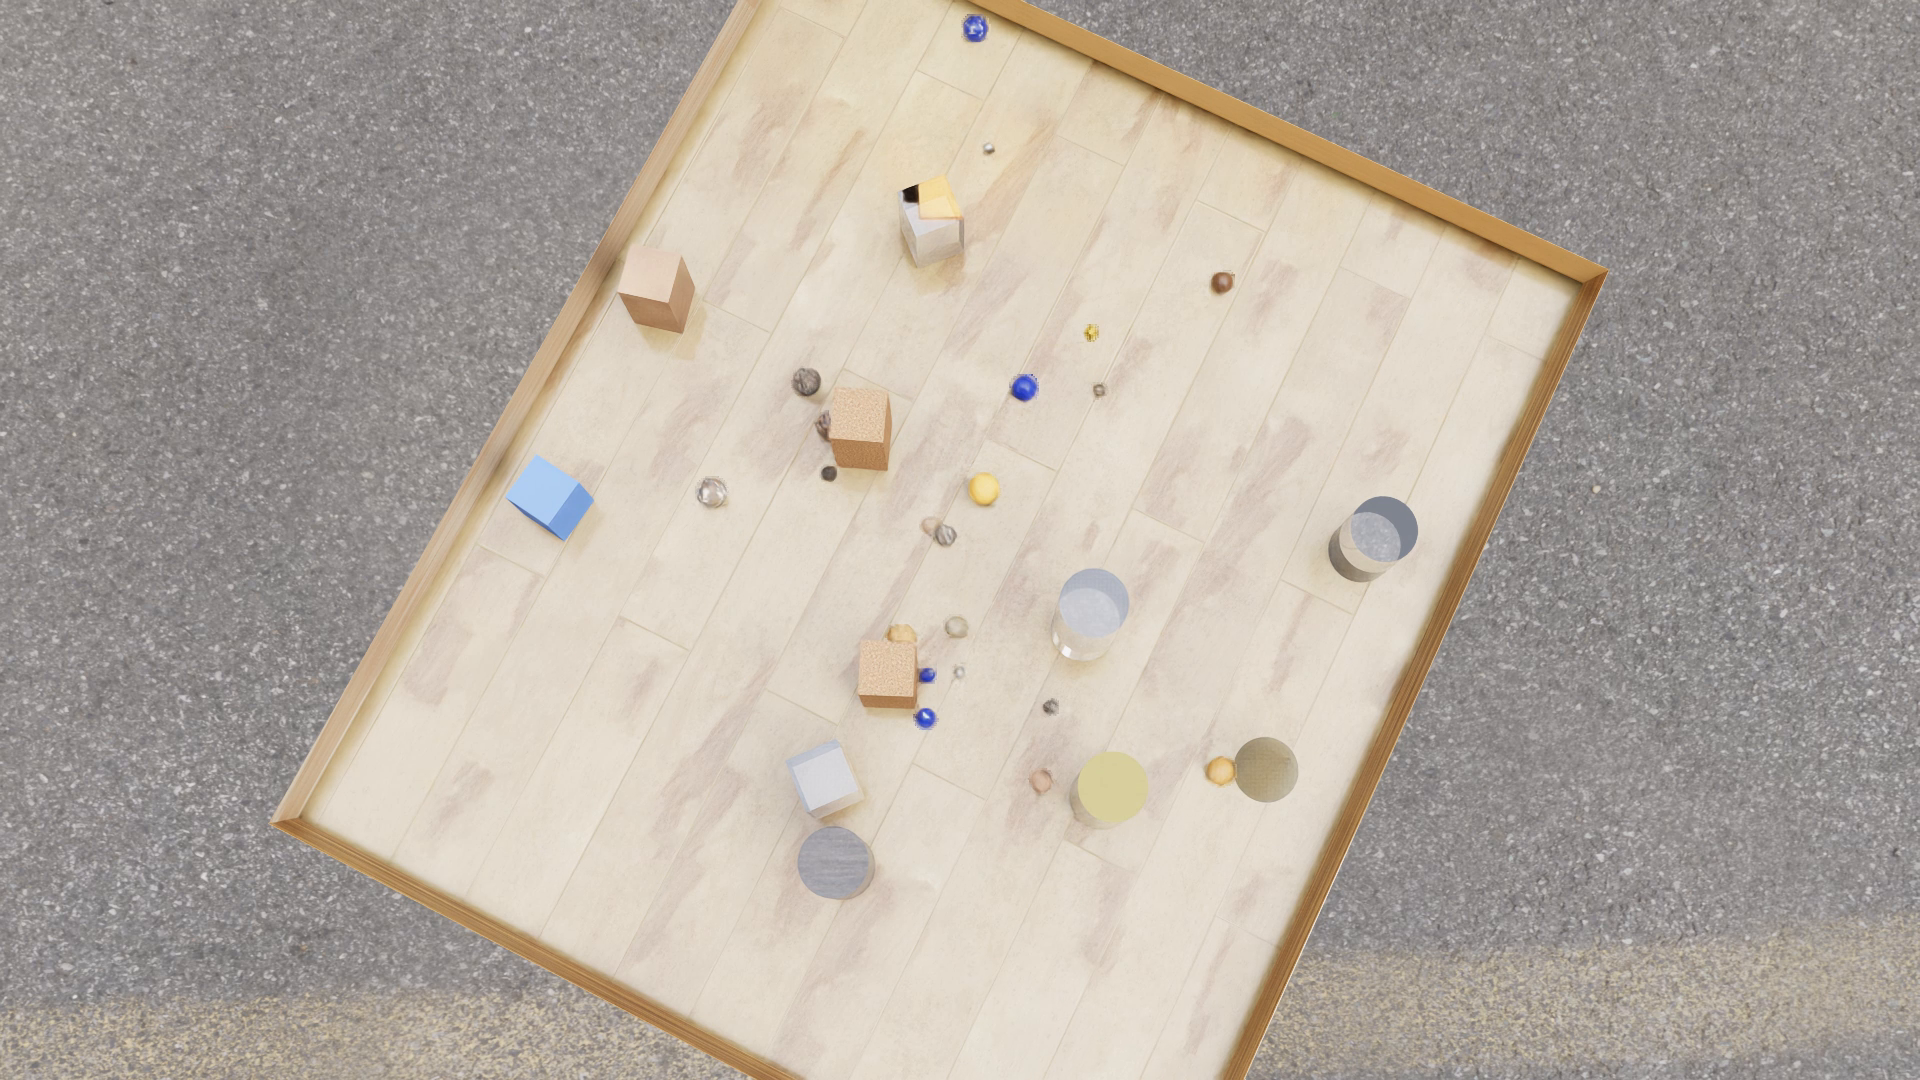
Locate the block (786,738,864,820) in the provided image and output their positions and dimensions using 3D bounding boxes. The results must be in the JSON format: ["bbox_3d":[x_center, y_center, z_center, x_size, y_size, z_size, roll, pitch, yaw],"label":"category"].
[{"bbox_3d":[-0.385,0.693,5.281,0.157,0.376,0.157,-23,79,-5],"label":"block"}]

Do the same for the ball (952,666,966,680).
[{"bbox_3d":[-0.001,0.401,5.512,0.042,0.042,0.042,0,78,0],"label":"ball"}]

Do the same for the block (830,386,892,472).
[{"bbox_3d":[-0.295,-0.331,5.509,0.157,0.346,0.157,5,78,1],"label":"block"}]

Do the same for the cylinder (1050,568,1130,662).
[{"bbox_3d":[0.373,0.223,5.326,0.196,0.479,0.196,0,78,0],"label":"cylinder"}]

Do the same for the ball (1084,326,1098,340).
[{"bbox_3d":[0.408,-0.648,5.729,0.042,0.042,0.042,0,78,0],"label":"ball"}]

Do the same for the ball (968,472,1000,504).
[{"bbox_3d":[0.074,-0.157,5.599,0.098,0.098,0.098,0,78,0],"label":"ball"}]

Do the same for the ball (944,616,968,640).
[{"bbox_3d":[-0.010,0.264,5.527,0.070,0.070,0.070,0,78,0],"label":"ball"}]

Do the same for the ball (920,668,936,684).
[{"bbox_3d":[-0.098,0.406,5.508,0.048,0.048,0.048,0,78,0],"label":"ball"}]

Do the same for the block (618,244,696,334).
[{"bbox_3d":[-0.928,-0.768,5.625,0.157,0.295,0.157,13,79,3],"label":"block"}]

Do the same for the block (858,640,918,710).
[{"bbox_3d":[-0.208,0.397,5.374,0.157,0.313,0.157,2,78,0],"label":"block"}]

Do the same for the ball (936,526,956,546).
[{"bbox_3d":[-0.043,-0.013,5.583,0.065,0.065,0.065,0,78,0],"label":"ball"}]

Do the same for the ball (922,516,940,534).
[{"bbox_3d":[-0.091,-0.047,5.598,0.055,0.055,0.055,0,78,0],"label":"ball"}]

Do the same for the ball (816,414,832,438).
[{"bbox_3d":[-0.407,-0.353,5.651,0.076,0.076,0.076,0,78,0],"label":"ball"}]

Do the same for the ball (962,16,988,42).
[{"bbox_3d":[0.049,-1.649,5.914,0.086,0.086,0.086,0,78,0],"label":"ball"}]

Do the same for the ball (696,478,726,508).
[{"bbox_3d":[-0.758,-0.142,5.600,0.091,0.091,0.091,0,78,0],"label":"ball"}]

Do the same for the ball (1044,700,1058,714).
[{"bbox_3d":[0.272,0.501,5.491,0.043,0.043,0.043,0,78,0],"label":"ball"}]

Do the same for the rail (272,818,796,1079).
[{"bbox_3d":[-0.729,1.435,5.254,2.833,0.127,0.045,26,80,5],"label":"rail"}]

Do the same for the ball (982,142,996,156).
[{"bbox_3d":[0.092,-1.250,5.855,0.041,0.041,0.041,0,78,0],"label":"ball"}]

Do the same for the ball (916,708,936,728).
[{"bbox_3d":[-0.101,0.532,5.475,0.061,0.061,0.061,0,78,0],"label":"ball"}]

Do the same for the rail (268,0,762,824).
[{"bbox_3d":[-1.246,-0.603,5.675,0.045,0.127,3.310,26,80,5],"label":"rail"}]

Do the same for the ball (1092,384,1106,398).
[{"bbox_3d":[0.433,-0.465,5.691,0.043,0.043,0.043,0,78,0],"label":"ball"}]

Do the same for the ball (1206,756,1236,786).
[{"bbox_3d":[0.773,0.685,5.432,0.084,0.084,0.084,0,78,0],"label":"ball"}]

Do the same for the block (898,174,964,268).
[{"bbox_3d":[-0.089,-0.984,5.678,0.157,0.278,0.157,-21,79,-4],"label":"block"}]

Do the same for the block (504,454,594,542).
[{"bbox_3d":[-1.233,-0.125,5.522,0.157,0.236,0.157,33,80,6],"label":"block"}]

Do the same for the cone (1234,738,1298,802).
[{"bbox_3d":[0.914,0.645,5.275,0.196,0.407,0.196,0,78,0],"label":"cone"}]

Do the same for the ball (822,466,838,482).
[{"bbox_3d":[-0.401,-0.204,5.634,0.049,0.049,0.049,0,78,0],"label":"ball"}]

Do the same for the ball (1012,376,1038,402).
[{"bbox_3d":[0.199,-0.468,5.673,0.080,0.080,0.080,0,78,0],"label":"ball"}]

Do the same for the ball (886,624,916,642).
[{"bbox_3d":[-0.175,0.296,5.509,0.090,0.090,0.090,0,78,0],"label":"ball"}]

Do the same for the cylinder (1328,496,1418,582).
[{"bbox_3d":[1.225,0.001,5.449,0.196,0.327,0.196,0,78,0],"label":"cylinder"}]

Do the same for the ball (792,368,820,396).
[{"bbox_3d":[-0.475,-0.490,5.673,0.088,0.088,0.088,0,78,0],"label":"ball"}]

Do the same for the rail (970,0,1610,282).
[{"bbox_3d":[0.729,-1.422,5.845,2.833,0.127,0.045,26,80,5],"label":"rail"}]

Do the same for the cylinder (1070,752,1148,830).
[{"bbox_3d":[0.422,0.723,5.258,0.196,0.408,0.196,0,78,0],"label":"cylinder"}]

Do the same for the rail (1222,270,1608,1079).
[{"bbox_3d":[1.246,0.617,5.423,0.045,0.127,3.310,26,80,5],"label":"rail"}]

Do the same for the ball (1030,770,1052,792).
[{"bbox_3d":[0.240,0.716,5.435,0.066,0.066,0.066,0,78,0],"label":"ball"}]

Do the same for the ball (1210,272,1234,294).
[{"bbox_3d":[0.822,-0.808,5.748,0.071,0.071,0.071,0,78,0],"label":"ball"}]

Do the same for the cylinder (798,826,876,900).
[{"bbox_3d":[-0.347,0.924,5.217,0.196,0.408,0.196,0,78,0],"label":"cylinder"}]
